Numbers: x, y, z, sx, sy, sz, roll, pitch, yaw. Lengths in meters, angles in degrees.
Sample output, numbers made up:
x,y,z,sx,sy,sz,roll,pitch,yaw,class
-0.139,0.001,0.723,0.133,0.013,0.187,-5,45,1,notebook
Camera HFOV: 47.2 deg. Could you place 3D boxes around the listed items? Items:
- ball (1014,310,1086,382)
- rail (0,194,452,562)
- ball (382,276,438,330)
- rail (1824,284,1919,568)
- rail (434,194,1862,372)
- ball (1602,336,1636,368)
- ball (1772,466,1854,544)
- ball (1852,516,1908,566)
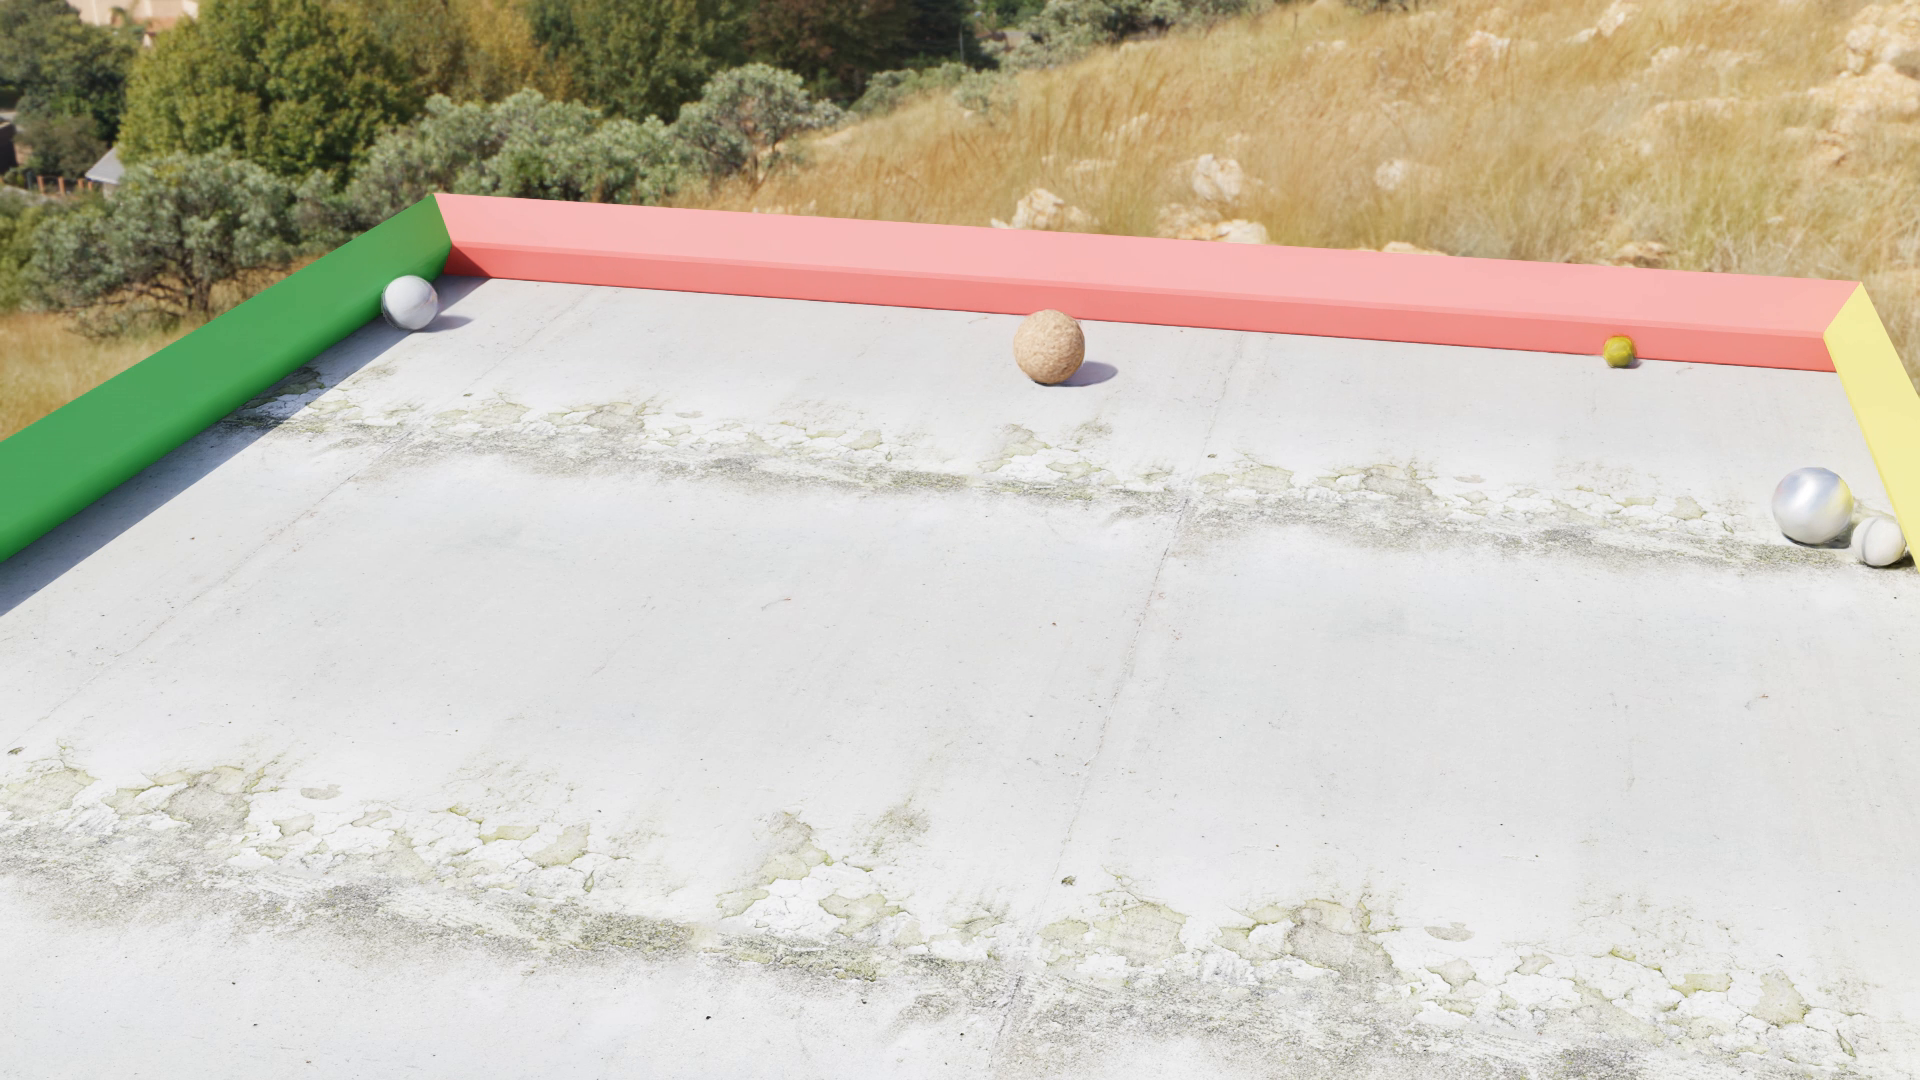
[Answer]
x,y,z,sx,sy,sz,roll,pitch,yaw,class
0.122,-0.263,2.983,0.099,0.099,0.099,0,24,0,ball
-1.201,0.237,1.805,0.045,0.128,3.642,5,24,12,rail
-0.798,-0.345,3.194,0.079,0.079,0.079,0,24,0,ball
0.794,0.421,1.387,0.045,0.128,3.642,5,24,12,rail
0.198,-0.376,3.200,2.094,0.128,0.045,5,24,12,rail
0.913,-0.261,3.048,0.043,0.043,0.043,0,24,0,ball
0.964,-0.040,2.489,0.087,0.087,0.087,0,24,0,ball
1.018,0.001,2.435,0.056,0.056,0.056,0,24,0,ball
